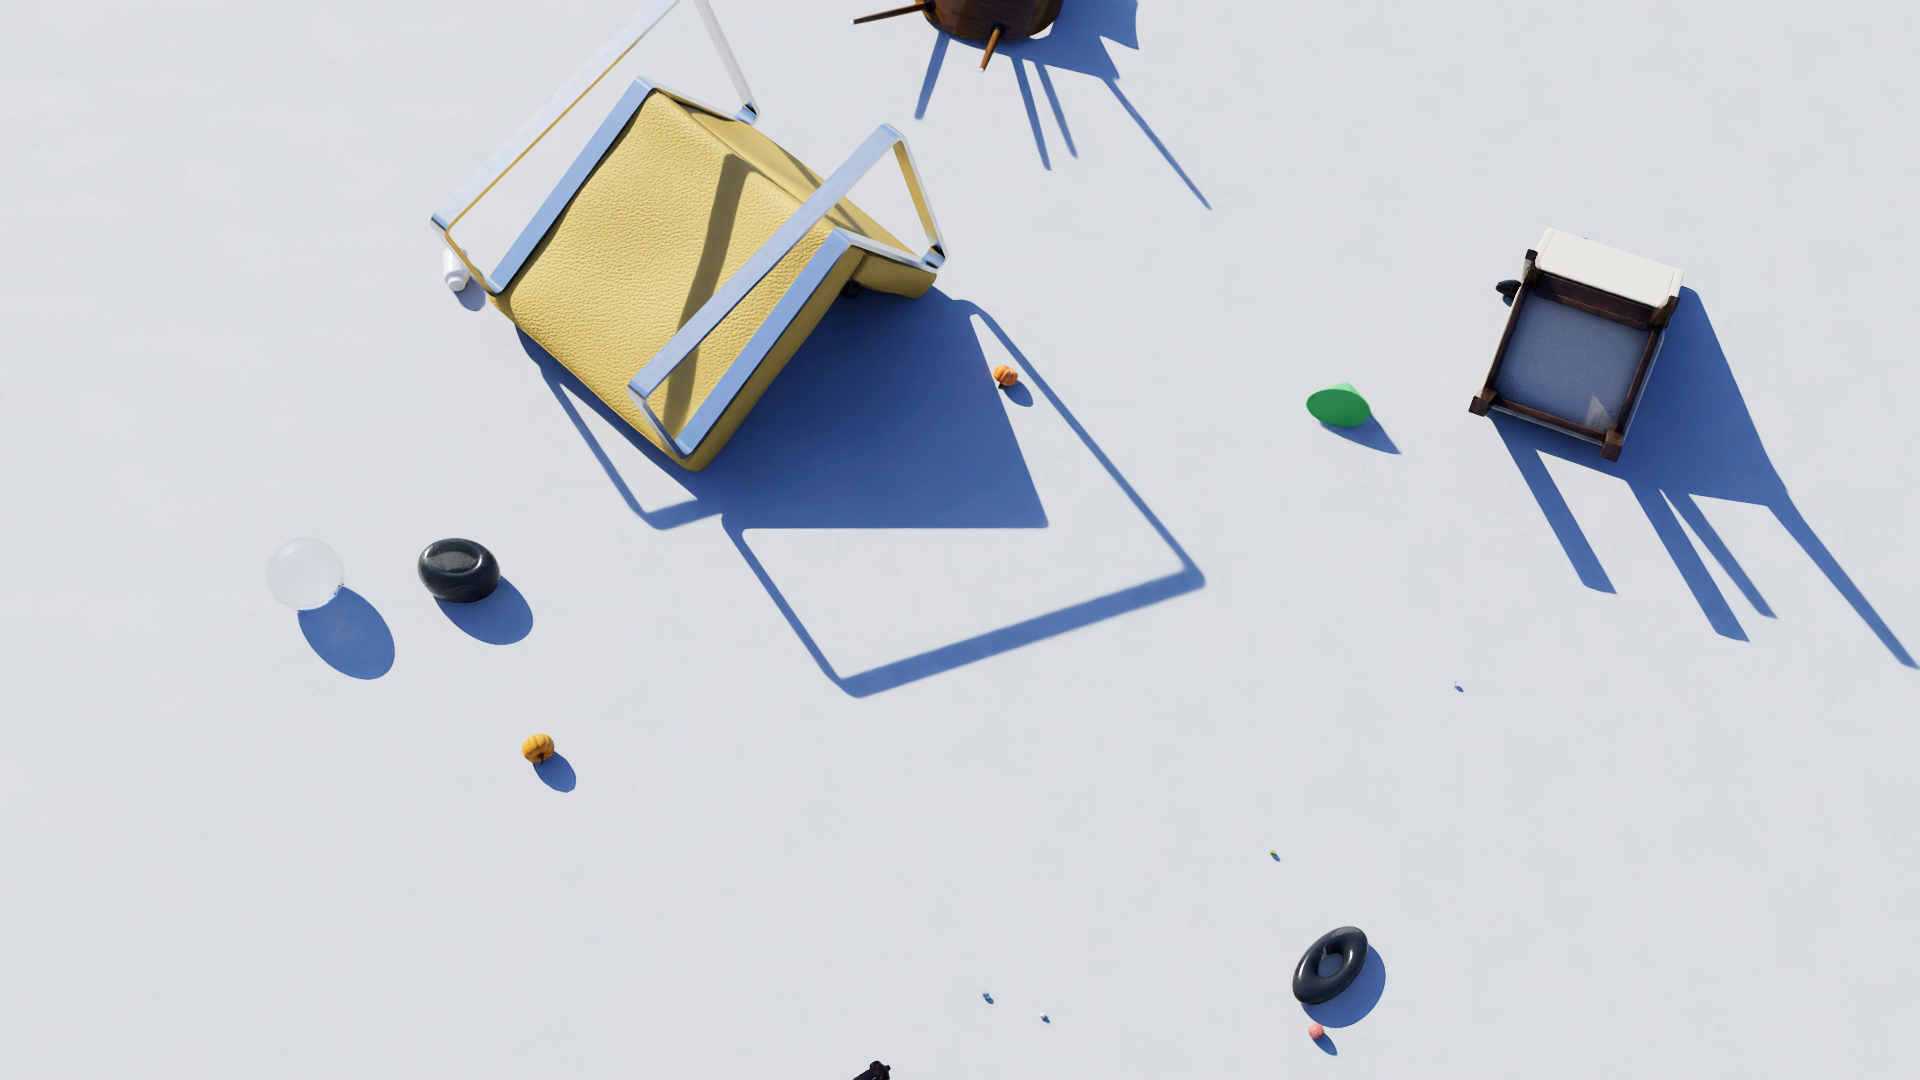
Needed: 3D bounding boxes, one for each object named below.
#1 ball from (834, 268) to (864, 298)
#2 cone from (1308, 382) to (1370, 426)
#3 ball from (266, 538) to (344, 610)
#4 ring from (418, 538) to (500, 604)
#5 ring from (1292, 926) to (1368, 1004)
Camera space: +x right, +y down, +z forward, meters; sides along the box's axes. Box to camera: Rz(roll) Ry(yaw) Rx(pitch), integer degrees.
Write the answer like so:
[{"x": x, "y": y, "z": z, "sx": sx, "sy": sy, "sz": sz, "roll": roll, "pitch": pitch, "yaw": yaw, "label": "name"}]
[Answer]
[{"x": -0.357, "y": -0.825, "z": 7.072, "sx": 0.093, "sy": 0.093, "sz": 0.093, "roll": 0, "pitch": 56, "yaw": 0, "label": "ball"}, {"x": 1.193, "y": -0.453, "z": 6.840, "sx": 0.197, "sy": 0.131, "sz": 0.174, "roll": 9, "pitch": 35, "yaw": 16, "label": "cone"}, {"x": -1.900, "y": 0.099, "z": 6.379, "sx": 0.213, "sy": 0.213, "sz": 0.213, "roll": 0, "pitch": 56, "yaw": 0, "label": "ball"}, {"x": -1.468, "y": 0.089, "z": 6.440, "sx": 0.244, "sy": 0.127, "sz": 0.186, "roll": 10, "pitch": 55, "yaw": 5, "label": "ring"}, {"x": 0.974, "y": 1.119, "z": 5.786, "sx": 0.144, "sy": 0.062, "sz": 0.270, "roll": 38, "pitch": 63, "yaw": 24, "label": "ring"}]
